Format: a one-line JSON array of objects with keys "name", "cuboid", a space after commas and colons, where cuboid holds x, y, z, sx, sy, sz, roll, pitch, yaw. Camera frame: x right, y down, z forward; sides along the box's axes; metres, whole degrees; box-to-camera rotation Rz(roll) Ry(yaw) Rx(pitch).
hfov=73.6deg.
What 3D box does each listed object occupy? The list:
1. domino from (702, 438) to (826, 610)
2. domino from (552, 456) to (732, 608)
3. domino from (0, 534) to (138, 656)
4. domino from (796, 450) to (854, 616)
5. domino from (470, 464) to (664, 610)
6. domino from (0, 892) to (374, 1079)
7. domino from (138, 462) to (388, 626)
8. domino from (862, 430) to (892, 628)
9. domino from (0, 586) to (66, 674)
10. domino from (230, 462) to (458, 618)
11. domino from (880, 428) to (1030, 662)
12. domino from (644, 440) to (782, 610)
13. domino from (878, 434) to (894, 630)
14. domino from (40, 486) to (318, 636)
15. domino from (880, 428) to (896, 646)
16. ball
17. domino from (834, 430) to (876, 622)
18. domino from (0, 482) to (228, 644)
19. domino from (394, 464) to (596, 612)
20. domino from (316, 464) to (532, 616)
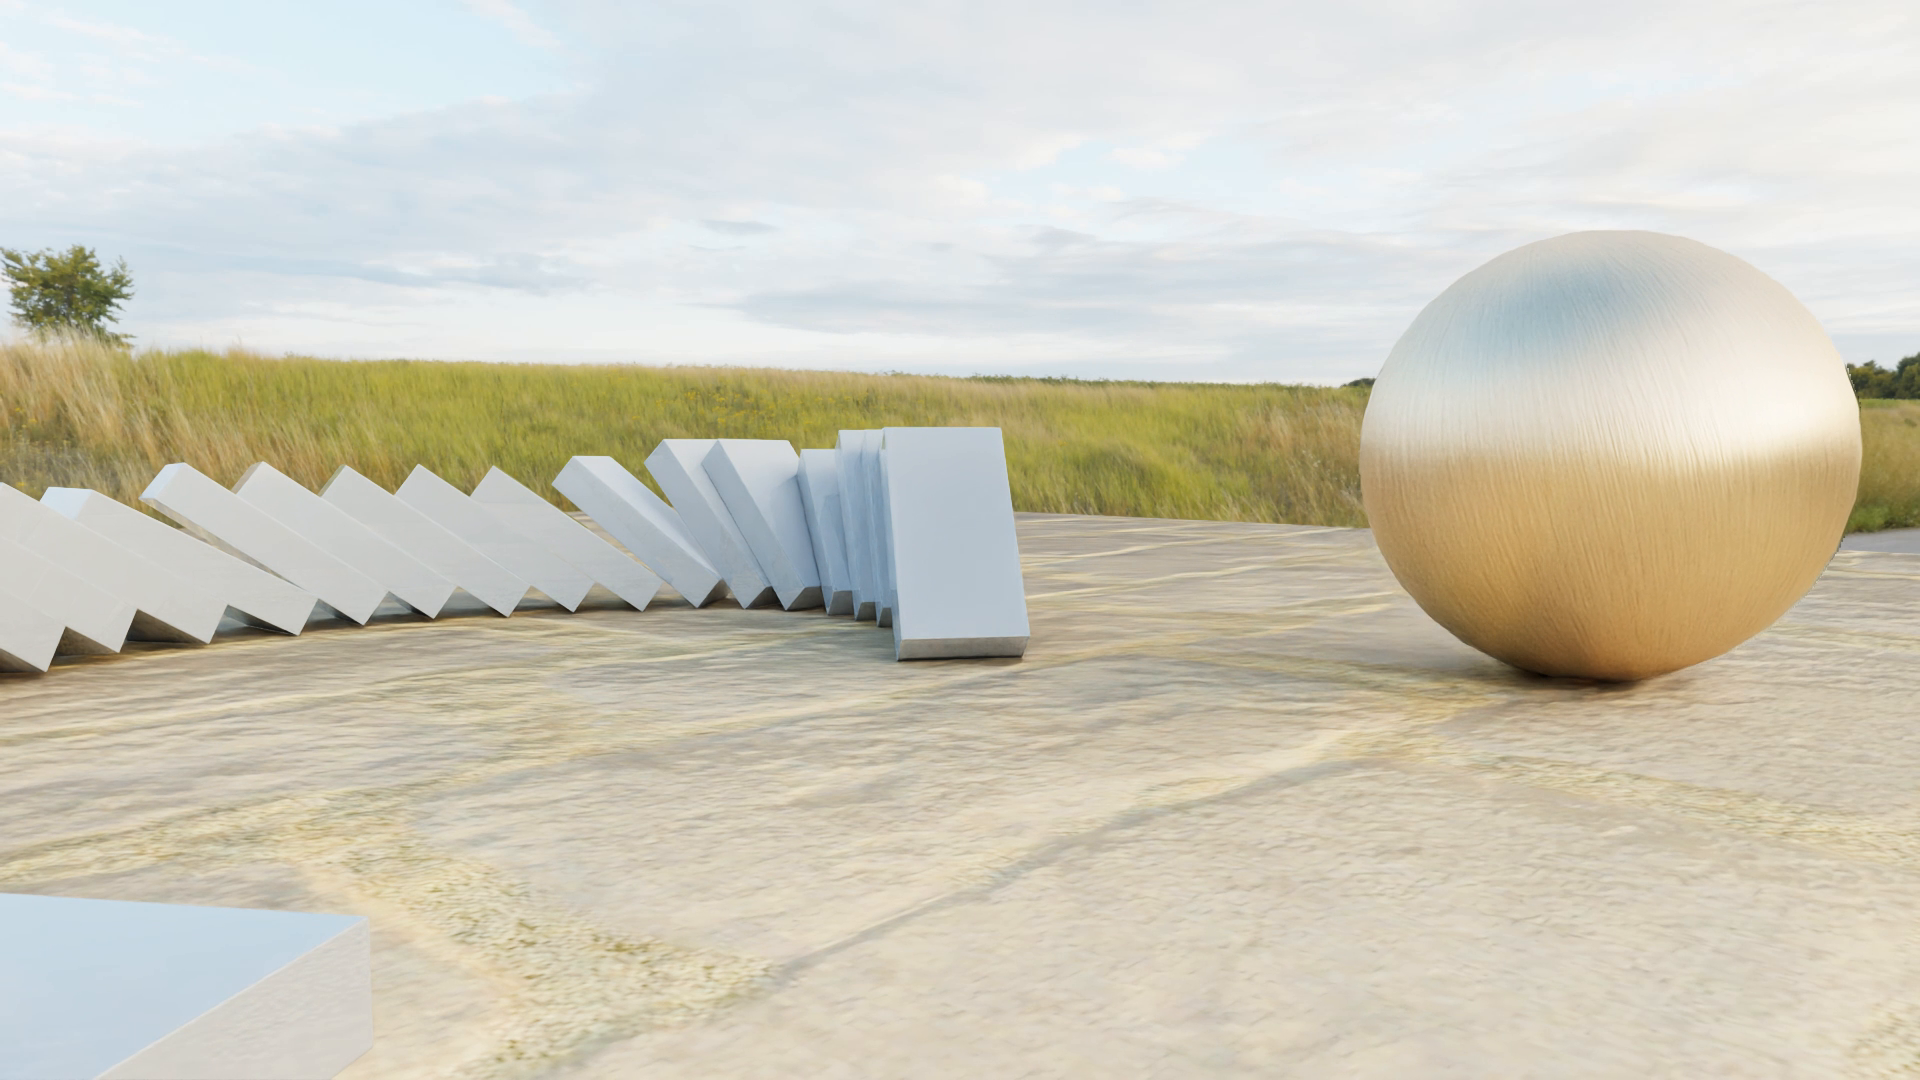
[{"name": "domino", "cuboid": [-0.046, -0.005, 0.341, 0.025, 0.050, 0.009, -4, -37, -50]}, {"name": "domino", "cuboid": [-0.082, -0.003, 0.343, 0.050, 0.009, 0.025, 40, 7, 3]}, {"name": "domino", "cuboid": [-0.181, 0.007, 0.233, 0.025, 0.009, 0.050, -4, -30, 15]}, {"name": "domino", "cuboid": [-0.026, -0.003, 0.334, 0.025, 0.009, 0.050, -1, 48, -19]}, {"name": "domino", "cuboid": [-0.101, -0.001, 0.330, 0.050, 0.009, 0.025, 37, -8, -18]}, {"name": "domino", "cuboid": [-0.068, 0.032, 0.082, 0.050, 0.009, 0.025, 1, 4, 9]}, {"name": "domino", "cuboid": [-0.159, 0.001, 0.293, 0.025, 0.010, 0.050, 2, -33, 51]}, {"name": "domino", "cuboid": [-0.009, -0.004, 0.309, 0.025, 0.050, 0.010, -1, -32, -11]}, {"name": "domino", "cuboid": [-0.182, 0.008, 0.216, 0.025, 0.009, 0.050, -2, -29, 8]}, {"name": "domino", "cuboid": [-0.146, 0.000, 0.304, 0.050, 0.009, 0.025, 40, -20, -28]}, {"name": "domino", "cuboid": [-0.002, 0.000, 0.262, 0.025, 0.050, 0.010, -1, -32, -9]}, {"name": "domino", "cuboid": [-0.061, -0.005, 0.345, 0.009, 0.050, 0.025, -44, -17, 24]}, {"name": "domino", "cuboid": [-0.004, -0.003, 0.297, 0.025, 0.050, 0.009, -1, -32, -10]}, {"name": "domino", "cuboid": [-0.168, 0.005, 0.276, 0.025, 0.009, 0.050, 3, -25, 38]}, {"name": "domino", "cuboid": [-0.003, -0.001, 0.274, 0.025, 0.050, 0.009, -1, -32, -10]}, {"name": "ball", "cuboid": [0.113, -0.015, 0.231, 0.080, 0.080, 0.080, 0, 4, 0]}, {"name": "domino", "cuboid": [-0.016, -0.004, 0.320, 0.025, 0.050, 0.009, -1, -32, -15]}, {"name": "domino", "cuboid": [-0.176, 0.006, 0.254, 0.025, 0.010, 0.050, -1, -28, 23]}, {"name": "domino", "cuboid": [-0.117, -0.001, 0.324, 0.050, 0.009, 0.025, 37, -11, -19]}, {"name": "domino", "cuboid": [-0.132, 0.000, 0.315, 0.050, 0.010, 0.025, 39, -15, -25]}]
